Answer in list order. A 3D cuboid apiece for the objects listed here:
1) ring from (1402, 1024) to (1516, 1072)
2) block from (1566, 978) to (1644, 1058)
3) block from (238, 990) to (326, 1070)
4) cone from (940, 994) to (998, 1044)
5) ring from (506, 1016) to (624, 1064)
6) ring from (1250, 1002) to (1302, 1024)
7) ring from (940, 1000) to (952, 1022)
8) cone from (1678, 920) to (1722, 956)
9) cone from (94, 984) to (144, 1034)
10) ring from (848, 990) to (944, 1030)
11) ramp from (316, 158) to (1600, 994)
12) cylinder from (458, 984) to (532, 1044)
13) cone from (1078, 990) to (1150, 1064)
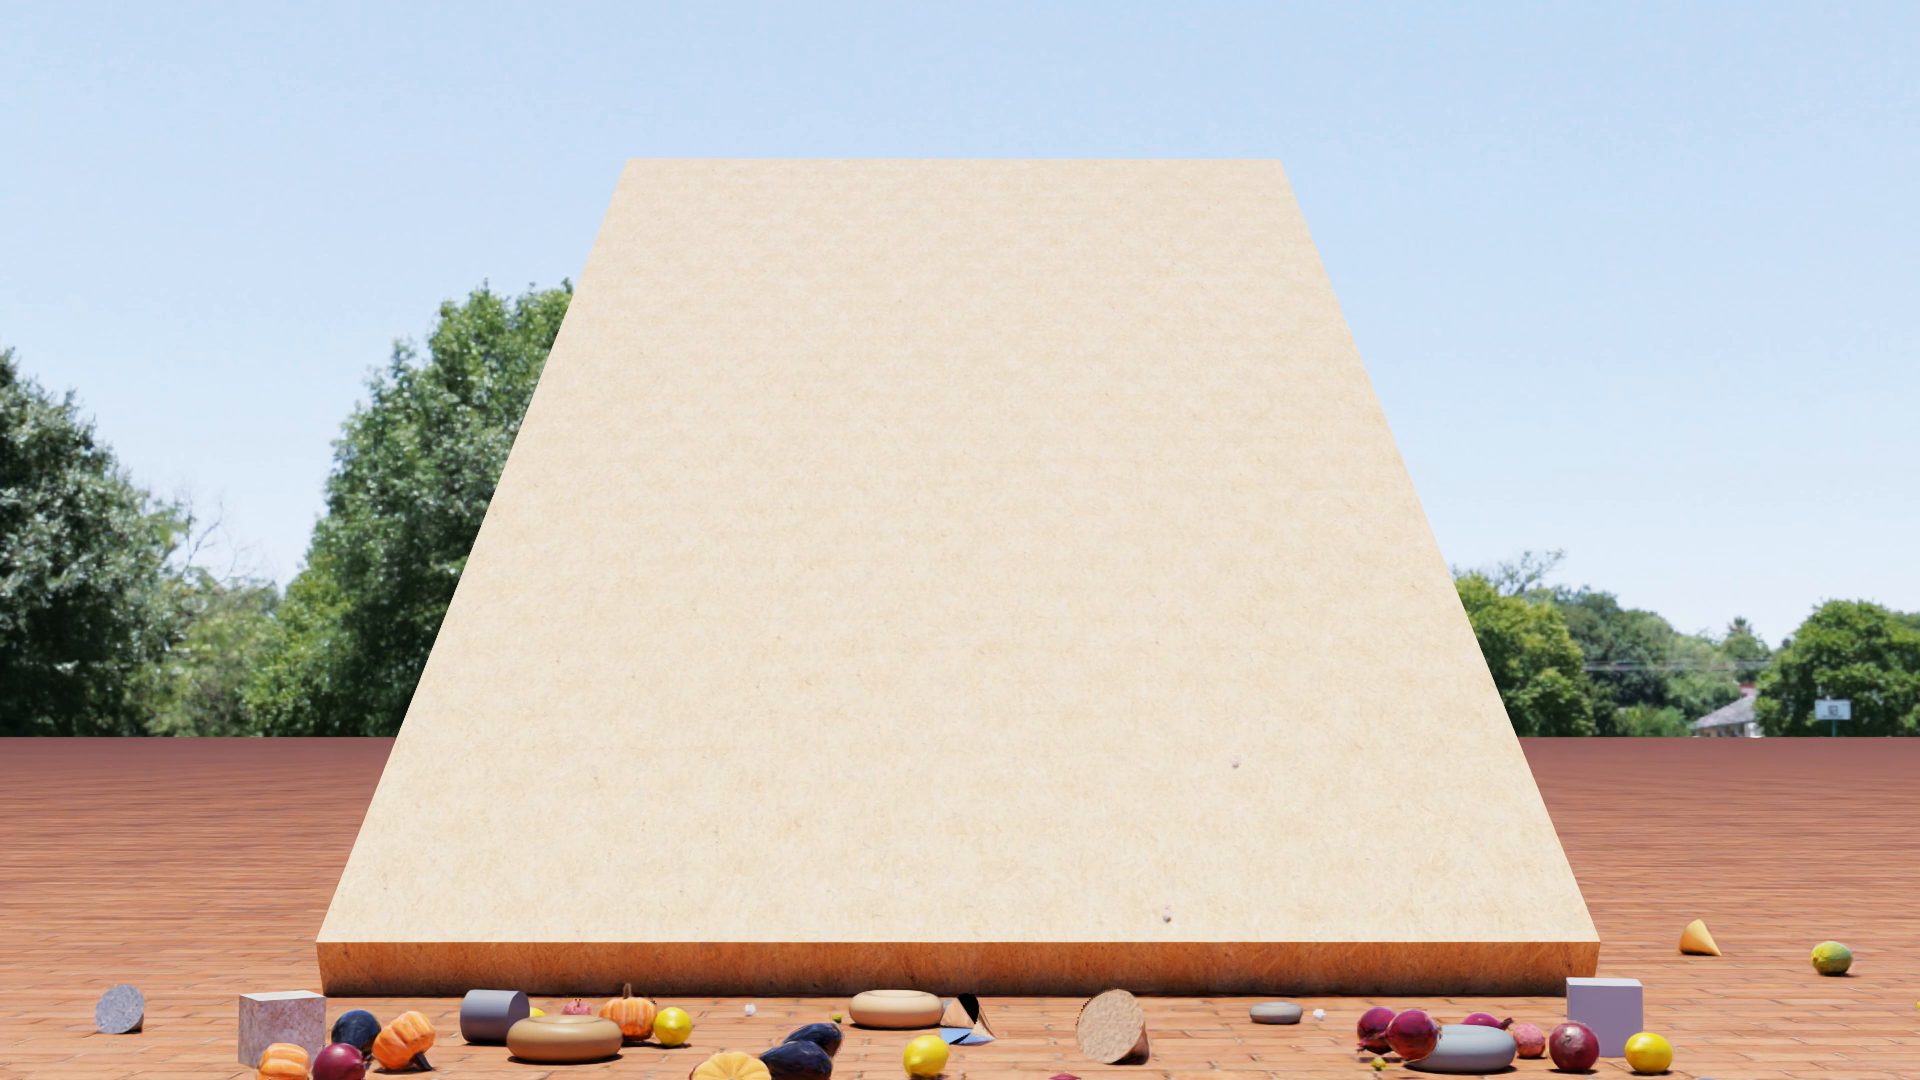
[{"bbox_3d":[0.613,0.626,2.913,0.139,0.046,0.139,-1,-4,0],"label":"ring"},{"bbox_3d":[0.831,0.615,3.052,0.090,0.090,0.090,-1,-5,12],"label":"block"},{"bbox_3d":[-0.845,0.610,2.947,0.084,0.084,0.084,3,-5,-33],"label":"block"},{"bbox_3d":[0.025,0.652,3.155,0.072,0.072,0.072,35,-24,-31],"label":"cone"},{"bbox_3d":[-0.501,0.632,2.999,0.146,0.049,0.146,1,-5,0],"label":"ring"},{"bbox_3d":[0.450,0.673,3.367,0.075,0.025,0.075,-1,-4,0],"label":"ring"},{"bbox_3d":[-0.006,0.674,3.383,0.077,0.026,0.077,1,-4,0],"label":"ring"},{"bbox_3d":[1.380,0.751,4.373,0.070,0.070,0.070,4,20,-41],"label":"cone"},{"bbox_3d":[-1.148,0.662,3.276,0.071,0.071,0.071,-1,-31,9],"label":"cone"},{"bbox_3d":[-0.090,0.661,3.331,0.134,0.045,0.134,1,-5,0],"label":"ring"},{"bbox_3d":[-0.010,-0.227,5.492,2.000,0.100,4.000,0,27,0],"label":"ramp"},{"bbox_3d":[-0.617,0.633,3.144,0.069,0.069,0.069,-21,-13,22],"label":"cylinder"},{"bbox_3d":[0.215,0.634,2.994,0.097,0.097,0.097,-4,-33,40],"label":"cone"}]
